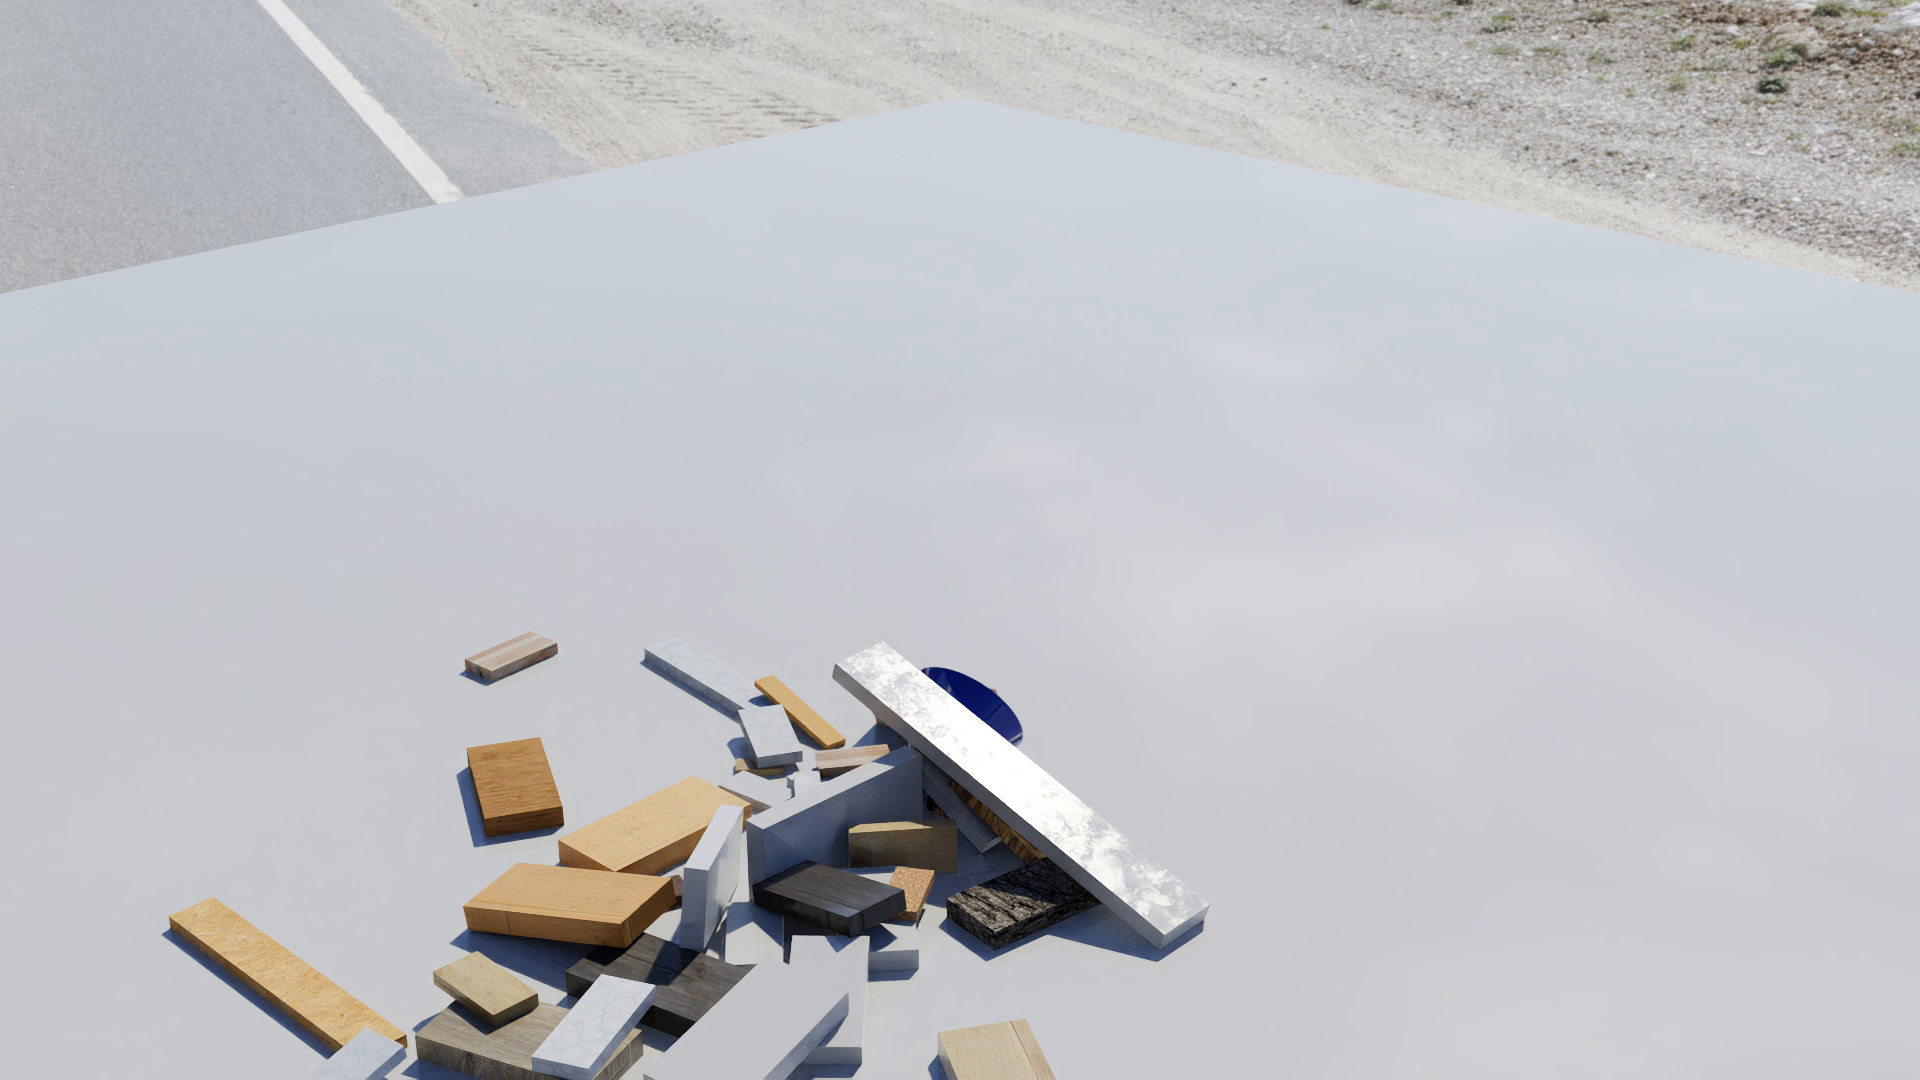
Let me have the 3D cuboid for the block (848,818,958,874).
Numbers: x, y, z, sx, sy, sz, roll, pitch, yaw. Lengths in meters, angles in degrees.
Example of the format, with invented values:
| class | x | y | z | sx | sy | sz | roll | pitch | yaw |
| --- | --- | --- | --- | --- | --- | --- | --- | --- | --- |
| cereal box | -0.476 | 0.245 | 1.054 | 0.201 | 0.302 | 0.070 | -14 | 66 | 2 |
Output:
| class | x | y | z | sx | sy | sz | roll | pitch | yaw |
| --- | --- | --- | --- | --- | --- | --- | --- | --- | --- |
| block | -0.110 | 0.594 | 4.228 | 0.206 | 0.103 | 0.029 | -3 | 23 | -6 |

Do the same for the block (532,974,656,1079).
| class | x | y | z | sx | sy | sz | roll | pitch | yaw |
| --- | --- | --- | --- | --- | --- | --- | --- | --- | --- |
| block | -0.610 | 0.815 | 3.679 | 0.103 | 0.029 | 0.247 | 8 | 24 | 17 |

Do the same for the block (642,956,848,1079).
| class | x | y | z | sx | sy | sz | roll | pitch | yaw |
| --- | --- | --- | --- | --- | --- | --- | --- | --- | --- |
| block | -0.350 | 0.831 | 3.638 | 0.170 | 0.048 | 0.339 | 18 | 34 | 26 |

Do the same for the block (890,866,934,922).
| class | x | y | z | sx | sy | sz | roll | pitch | yaw |
| --- | --- | --- | --- | --- | --- | --- | --- | --- | --- |
| block | -0.099 | 0.656 | 4.083 | 0.073 | 0.021 | 0.146 | 5 | 23 | 11 |

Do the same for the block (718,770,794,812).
| class | x | y | z | sx | sy | sz | roll | pitch | yaw |
| --- | --- | --- | --- | --- | --- | --- | --- | --- | --- |
| block | -0.413 | 0.519 | 4.509 | 0.154 | 0.022 | 0.077 | 16 | 28 | 34 |

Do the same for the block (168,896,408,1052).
| class | x | y | z | sx | sy | sz | roll | pitch | yaw |
| --- | --- | --- | --- | --- | --- | --- | --- | --- | --- |
| block | -1.199 | 0.777 | 3.896 | 0.632 | 0.026 | 0.091 | 20 | 30 | 39 |

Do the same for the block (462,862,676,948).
| class | x | y | z | sx | sy | sz | roll | pitch | yaw |
| --- | --- | --- | --- | --- | --- | --- | --- | --- | --- |
| block | -0.718 | 0.670 | 4.048 | 0.347 | 0.049 | 0.174 | 1 | 20 | 26 |

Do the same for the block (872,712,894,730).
| class | x | y | z | sx | sy | sz | roll | pitch | yaw |
| --- | --- | --- | --- | --- | --- | --- | --- | --- | --- |
| block | -0.044 | 0.378 | 4.417 | 0.125 | 0.035 | 0.250 | -21 | 43 | -41 |

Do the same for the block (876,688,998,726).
| class | x | y | z | sx | sy | sz | roll | pitch | yaw |
| --- | --- | --- | --- | --- | --- | --- | --- | --- | --- |
| block | -0.053 | 0.358 | 4.728 | 0.287 | 0.144 | 0.041 | 9 | 49 | 20 |

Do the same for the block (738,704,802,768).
| class | x | y | z | sx | sy | sz | roll | pitch | yaw |
| --- | --- | --- | --- | --- | --- | --- | --- | --- | --- |
| block | -0.405 | 0.417 | 4.688 | 0.097 | 0.027 | 0.193 | -7 | 28 | -16 |

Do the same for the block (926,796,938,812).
| class | x | y | z | sx | sy | sz | roll | pitch | yaw |
| --- | --- | --- | --- | --- | --- | --- | --- | --- | --- |
| block | -0.039 | 0.500 | 4.456 | 0.014 | 0.099 | 0.049 | 33 | 38 | 33 |

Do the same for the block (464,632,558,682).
| class | x | y | z | sx | sy | sz | roll | pitch | yaw |
| --- | --- | --- | --- | --- | --- | --- | --- | --- | --- |
| block | -1.038 | 0.269 | 5.092 | 0.097 | 0.027 | 0.193 | 18 | 29 | 36 |

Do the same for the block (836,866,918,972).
| class | x | y | z | sx | sy | sz | roll | pitch | yaw |
| --- | --- | --- | --- | --- | --- | --- | --- | --- | --- |
| block | -0.157 | 0.698 | 4.065 | 0.144 | 0.041 | 0.287 | -2 | 23 | -5 |

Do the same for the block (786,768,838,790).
| class | x | y | z | sx | sy | sz | roll | pitch | yaw |
| --- | --- | --- | --- | --- | --- | --- | --- | --- | --- |
| block | -0.273 | 0.495 | 4.565 | 0.154 | 0.022 | 0.077 | -14 | 27 | -29 |

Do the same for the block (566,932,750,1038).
| class | x | y | z | sx | sy | sz | roll | pitch | yaw |
| --- | --- | --- | --- | --- | --- | --- | --- | --- | --- |
| block | -0.503 | 0.784 | 3.850 | 0.339 | 0.048 | 0.170 | 13 | 26 | 28 |

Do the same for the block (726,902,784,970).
| class | x | y | z | sx | sy | sz | roll | pitch | yaw |
| --- | --- | --- | --- | --- | --- | --- | --- | --- | --- |
| block | -0.374 | 0.727 | 4.010 | 0.103 | 0.029 | 0.206 | -2 | 23 | -4 |

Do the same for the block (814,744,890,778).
| class | x | y | z | sx | sy | sz | roll | pitch | yaw |
| --- | --- | --- | --- | --- | --- | --- | --- | --- | --- |
| block | -0.222 | 0.461 | 4.590 | 0.154 | 0.022 | 0.077 | -5 | 23 | -11 |

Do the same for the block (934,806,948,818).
| class | x | y | z | sx | sy | sz | roll | pitch | yaw |
| --- | --- | --- | --- | --- | --- | --- | --- | --- | --- |
| block | 0.004 | 0.551 | 4.443 | 0.099 | 0.014 | 0.050 | 15 | 27 | 32 |

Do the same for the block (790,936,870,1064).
| class | x | y | z | sx | sy | sz | roll | pitch | yaw |
| --- | --- | --- | --- | --- | --- | --- | --- | --- | --- |
| block | -0.231 | 0.790 | 3.796 | 0.136 | 0.039 | 0.273 | 0 | 32 | 1 |

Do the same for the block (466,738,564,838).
| class | x | y | z | sx | sy | sz | roll | pitch | yaw |
| --- | --- | --- | --- | --- | --- | --- | --- | --- | --- |
| block | -0.915 | 0.505 | 4.515 | 0.154 | 0.044 | 0.309 | -7 | 24 | -17 |

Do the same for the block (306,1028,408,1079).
| class | x | y | z | sx | sy | sz | roll | pitch | yaw |
| --- | --- | --- | --- | --- | --- | --- | --- | --- | --- |
| block | -1.007 | 0.881 | 3.608 | 0.091 | 0.026 | 0.182 | 15 | 38 | 32 |

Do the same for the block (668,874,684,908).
| class | x | y | z | sx | sy | sz | roll | pitch | yaw |
| --- | --- | --- | --- | --- | --- | --- | --- | --- | --- |
| block | -0.585 | 0.674 | 4.146 | 0.146 | 0.021 | 0.073 | -12 | 26 | -26 |

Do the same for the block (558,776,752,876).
| class | x | y | z | sx | sy | sz | roll | pitch | yaw |
| --- | --- | --- | --- | --- | --- | --- | --- | --- | --- |
| block | -0.599 | 0.577 | 4.339 | 0.174 | 0.049 | 0.347 | 20 | 30 | 38 |

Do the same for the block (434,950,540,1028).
| class | x | y | z | sx | sy | sz | roll | pitch | yaw |
| --- | --- | --- | --- | --- | --- | --- | --- | --- | --- |
| block | -0.816 | 0.772 | 3.785 | 0.182 | 0.026 | 0.091 | 21 | 31 | 40 |

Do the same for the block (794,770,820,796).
| class | x | y | z | sx | sy | sz | roll | pitch | yaw |
| --- | --- | --- | --- | --- | --- | --- | --- | --- | --- |
| block | -0.312 | 0.506 | 4.493 | 0.054 | 0.015 | 0.107 | -2 | 23 | -5 |

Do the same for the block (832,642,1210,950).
| class | x | y | z | sx | sy | sz | roll | pitch | yaw |
| --- | --- | --- | --- | --- | --- | --- | --- | --- | --- |
| block | 0.102 | 0.476 | 4.249 | 0.886 | 0.039 | 0.136 | 37 | 40 | 29 |

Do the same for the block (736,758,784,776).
| class | x | y | z | sx | sy | sz | roll | pitch | yaw |
| --- | --- | --- | --- | --- | --- | --- | --- | --- | --- |
| block | -0.421 | 0.476 | 4.621 | 0.099 | 0.014 | 0.049 | -1 | 23 | -3 |

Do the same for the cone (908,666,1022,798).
| class | x | y | z | sx | sy | sz | roll | pitch | yaw |
| --- | --- | --- | --- | --- | --- | --- | --- | --- | --- |
| cone | -0.049 | 0.450 | 4.547 | 0.266 | 0.266 | 0.266 | 14 | 53 | 30 |

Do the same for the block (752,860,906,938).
| class | x | y | z | sx | sy | sz | roll | pitch | yaw |
| --- | --- | --- | --- | --- | --- | --- | --- | --- | --- |
| block | -0.241 | 0.655 | 4.029 | 0.136 | 0.039 | 0.273 | -20 | 19 | -41 |

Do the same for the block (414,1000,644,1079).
| class | x | y | z | sx | sy | sz | roll | pitch | yaw |
| --- | --- | --- | --- | --- | --- | --- | --- | --- | --- |
| block | -0.724 | 0.849 | 3.699 | 0.339 | 0.048 | 0.170 | 10 | 25 | 22 |

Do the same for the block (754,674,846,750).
| class | x | y | z | sx | sy | sz | roll | pitch | yaw |
| --- | --- | --- | --- | --- | --- | --- | --- | --- | --- |
| block | -0.350 | 0.375 | 4.796 | 0.049 | 0.014 | 0.275 | -18 | 39 | -36 |

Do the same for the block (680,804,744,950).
| class | x | y | z | sx | sy | sz | roll | pitch | yaw |
| --- | --- | --- | --- | --- | --- | --- | --- | --- | --- |
| block | -0.456 | 0.617 | 4.049 | 0.044 | 0.154 | 0.309 | 6 | 15 | 5 |

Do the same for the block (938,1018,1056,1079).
| class | x | y | z | sx | sy | sz | roll | pitch | yaw |
| --- | --- | --- | --- | --- | --- | --- | --- | --- | --- |
| block | 0.077 | 0.899 | 3.587 | 0.154 | 0.044 | 0.309 | -6 | 24 | -14 |

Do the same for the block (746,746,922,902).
| class | x | y | z | sx | sy | sz | roll | pitch | yaw |
| --- | --- | --- | --- | --- | --- | --- | --- | --- | --- |
| block | -0.236 | 0.550 | 4.241 | 0.049 | 0.174 | 0.410 | 21 | 31 | 41 |

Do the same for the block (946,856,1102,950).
| class | x | y | z | sx | sy | sz | roll | pitch | yaw |
| --- | --- | --- | --- | --- | --- | --- | --- | --- | --- |
| block | 0.132 | 0.672 | 4.125 | 0.287 | 0.041 | 0.144 | -17 | 28 | -35 |

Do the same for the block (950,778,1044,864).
| class | x | y | z | sx | sy | sz | roll | pitch | yaw |
| --- | --- | --- | --- | --- | --- | --- | --- | --- | --- |
| block | 0.109 | 0.532 | 4.331 | 0.125 | 0.035 | 0.250 | -22 | 56 | -41 |

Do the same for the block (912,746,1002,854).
| class | x | y | z | sx | sy | sz | roll | pitch | yaw |
| --- | --- | --- | --- | --- | --- | --- | --- | --- | --- |
| block | 0.008 | 0.497 | 4.383 | 0.125 | 0.035 | 0.250 | -26 | 64 | -43 |

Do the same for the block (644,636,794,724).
| class | x | y | z | sx | sy | sz | roll | pitch | yaw |
| --- | --- | --- | --- | --- | --- | --- | --- | --- | --- |
| block | -0.538 | 0.323 | 4.965 | 0.097 | 0.027 | 0.482 | -19 | 29 | -37 |
